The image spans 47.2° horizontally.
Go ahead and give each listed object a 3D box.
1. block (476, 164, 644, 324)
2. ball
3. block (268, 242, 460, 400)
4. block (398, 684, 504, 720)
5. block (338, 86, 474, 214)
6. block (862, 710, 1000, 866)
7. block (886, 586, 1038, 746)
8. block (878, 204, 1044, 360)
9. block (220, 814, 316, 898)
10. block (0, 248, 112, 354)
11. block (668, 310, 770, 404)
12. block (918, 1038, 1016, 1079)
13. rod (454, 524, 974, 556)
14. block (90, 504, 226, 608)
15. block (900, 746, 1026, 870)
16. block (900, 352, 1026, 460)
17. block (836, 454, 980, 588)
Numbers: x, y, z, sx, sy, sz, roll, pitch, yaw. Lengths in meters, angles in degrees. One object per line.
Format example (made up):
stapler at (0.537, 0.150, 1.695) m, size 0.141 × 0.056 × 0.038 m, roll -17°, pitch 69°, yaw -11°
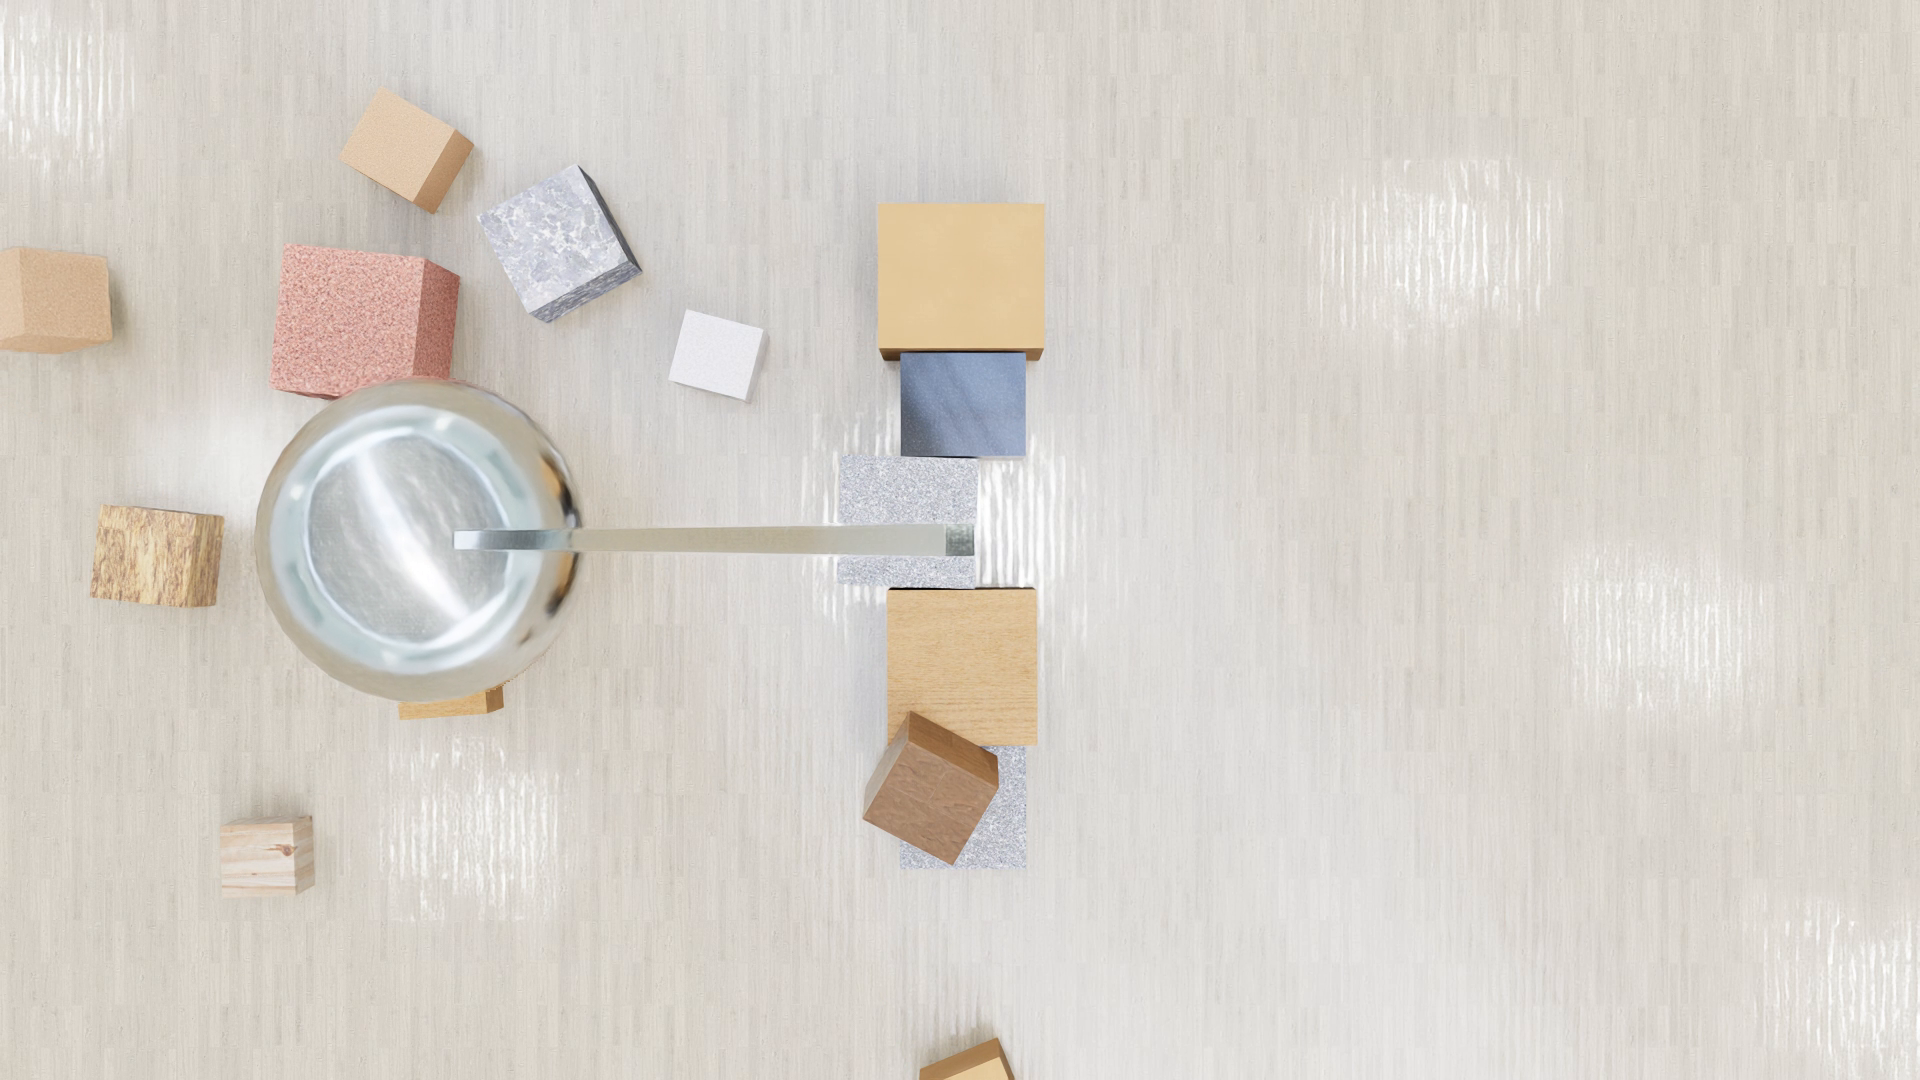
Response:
block at (-2.300, -1.701, 12.701) m, size 0.639 × 0.599 × 0.620 m, roll -28°, pitch 90°, yaw 0°
ball at (-2.630, 0.000, 10.805) m, size 1.600 × 1.600 × 1.600 m, roll 0°, pitch 90°, yaw 0°
block at (-3.386, -1.198, 12.569) m, size 0.782 × 0.863 × 0.807 m, roll 6°, pitch 90°, yaw 0°
block at (-2.961, 0.790, 12.766) m, size 0.500 × 0.467 × 0.440 m, roll -4°, pitch 90°, yaw 0°
block at (-3.204, -2.252, 12.749) m, size 0.493 × 0.502 × 0.482 m, roll 30°, pitch 90°, yaw 0°
block at (-0.159, 1.356, 12.067) m, size 0.558 × 0.487 × 0.516 m, roll 28°, pitch 103°, yaw -7°
block at (0.012, 0.713, 12.632) m, size 0.837 × 0.736 × 0.868 m, roll 0°, pitch 90°, yaw 0°
block at (0.008, -1.457, 12.560) m, size 0.917 × 0.879 × 0.797 m, roll 0°, pitch 90°, yaw 0°
block at (-4.029, 1.840, 12.806) m, size 0.419 × 0.387 × 0.416 m, roll -2°, pitch 90°, yaw 0°
block at (-5.282, -1.363, 12.612) m, size 0.509 × 0.566 × 0.487 m, roll -7°, pitch 86°, yaw 32°
block at (-1.394, -1.059, 12.775) m, size 0.454 × 0.451 × 0.414 m, roll 15°, pitch 90°, yaw 0°
block at (0.102, 3.298, 12.750) m, size 0.499 × 0.501 × 0.575 m, roll -22°, pitch 90°, yaw 0°
rod at (-1.140, 0.000, 7.749) m, size 0.080 × 5.200 × 0.080 m, roll 0°, pitch 90°, yaw -26°
block at (-4.647, 0.092, 12.754) m, size 0.552 × 0.492 × 0.533 m, roll 6°, pitch 90°, yaw 0°
block at (0.017, 1.506, 12.698) m, size 0.713 × 0.604 × 0.700 m, roll 0°, pitch 90°, yaw 0°
block at (0.018, -0.759, 12.645) m, size 0.701 × 0.709 × 0.580 m, roll 0°, pitch 90°, yaw 0°
block at (-0.291, -0.102, 12.642) m, size 0.772 × 0.716 × 0.726 m, roll 2°, pitch 90°, yaw 0°
